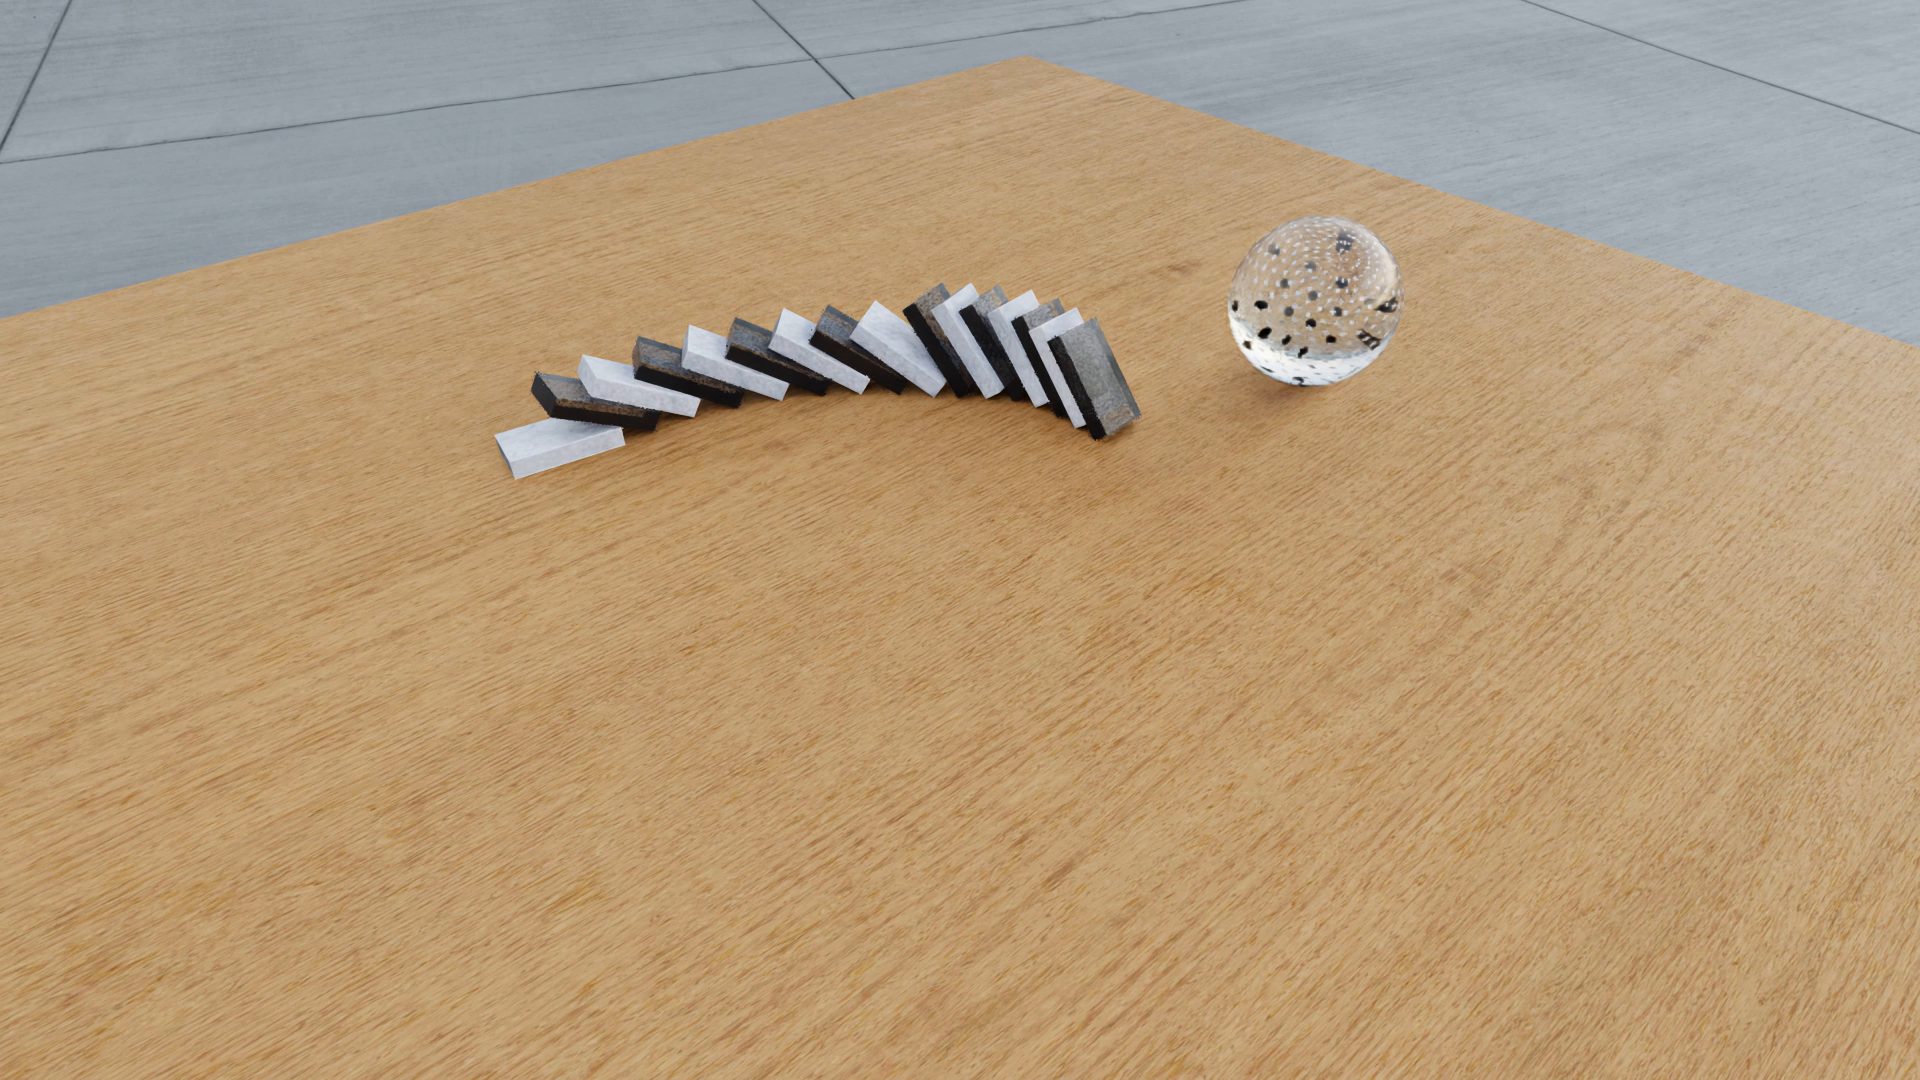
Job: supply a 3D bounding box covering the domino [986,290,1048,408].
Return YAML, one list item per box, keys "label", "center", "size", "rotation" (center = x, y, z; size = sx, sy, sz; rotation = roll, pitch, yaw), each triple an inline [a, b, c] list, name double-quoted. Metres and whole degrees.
- label: "domino"
  center: [0.035, -0.092, 0.527]
  size: [0.025, 0.050, 0.010]
  rotation: [-36, 12, -37]

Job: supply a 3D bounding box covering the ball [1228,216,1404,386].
- label: "ball"
  center: [0.169, -0.114, 0.527]
  size: [0.080, 0.080, 0.080]
  rotation: [0, 39, 0]

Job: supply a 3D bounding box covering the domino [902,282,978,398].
- label: "domino"
  center: [-0.005, -0.097, 0.534]
  size: [0.010, 0.050, 0.025]
  rotation: [-19, 20, 45]

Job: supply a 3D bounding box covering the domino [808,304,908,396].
- label: "domino"
  center: [-0.047, -0.093, 0.538]
  size: [0.050, 0.010, 0.025]
  rotation: [28, 38, -14]

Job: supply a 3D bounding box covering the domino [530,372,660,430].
- label: "domino"
  center: [-0.165, -0.062, 0.499]
  size: [0.050, 0.009, 0.025]
  rotation: [4, 30, -46]

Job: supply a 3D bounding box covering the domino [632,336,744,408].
- label: "domino"
  center: [-0.129, -0.080, 0.523]
  size: [0.050, 0.009, 0.025]
  rotation: [14, 32, -28]

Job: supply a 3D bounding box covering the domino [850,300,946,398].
- label: "domino"
  center: [-0.027, -0.093, 0.537]
  size: [0.050, 0.010, 0.025]
  rotation: [34, 41, -9]

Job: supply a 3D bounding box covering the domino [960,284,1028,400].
- label: "domino"
  center: [0.022, -0.095, 0.532]
  size: [0.009, 0.050, 0.025]
  rotation: [-19, 19, 45]

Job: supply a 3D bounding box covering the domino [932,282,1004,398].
- label: "domino"
  center: [0.009, -0.097, 0.533]
  size: [0.010, 0.050, 0.025]
  rotation: [-19, 19, 45]

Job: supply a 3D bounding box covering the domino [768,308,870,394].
- label: "domino"
  center: [-0.067, -0.092, 0.537]
  size: [0.050, 0.009, 0.025]
  rotation: [25, 36, -18]

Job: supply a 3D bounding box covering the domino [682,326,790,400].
- label: "domino"
  center: [-0.108, -0.085, 0.530]
  size: [0.050, 0.010, 0.025]
  rotation: [17, 34, -23]

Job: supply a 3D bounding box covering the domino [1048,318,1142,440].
- label: "domino"
  center: [0.062, -0.074, 0.507]
  size: [0.025, 0.050, 0.009]
  rotation: [-32, 9, -33]

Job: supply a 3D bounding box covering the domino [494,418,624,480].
- label: "domino"
  center: [-0.181, -0.045, 0.499]
  size: [0.050, 0.010, 0.025]
  rotation: [-22, 44, -25]

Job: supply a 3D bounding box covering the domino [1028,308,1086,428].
- label: "domino"
  center: [0.054, -0.080, 0.514]
  size: [0.025, 0.050, 0.009]
  rotation: [-32, 9, -33]

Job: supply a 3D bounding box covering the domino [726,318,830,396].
- label: "domino"
  center: [-0.088, -0.089, 0.534]
  size: [0.050, 0.009, 0.025]
  rotation: [20, 34, -22]

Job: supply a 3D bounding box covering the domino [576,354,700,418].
- label: "domino"
  center: [-0.149, -0.071, 0.512]
  size: [0.050, 0.010, 0.025]
  rotation: [8, 27, -39]

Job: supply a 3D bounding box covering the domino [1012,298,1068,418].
- label: "domino"
  center: [0.046, -0.086, 0.521]
  size: [0.025, 0.050, 0.010]
  rotation: [-32, 9, -33]
